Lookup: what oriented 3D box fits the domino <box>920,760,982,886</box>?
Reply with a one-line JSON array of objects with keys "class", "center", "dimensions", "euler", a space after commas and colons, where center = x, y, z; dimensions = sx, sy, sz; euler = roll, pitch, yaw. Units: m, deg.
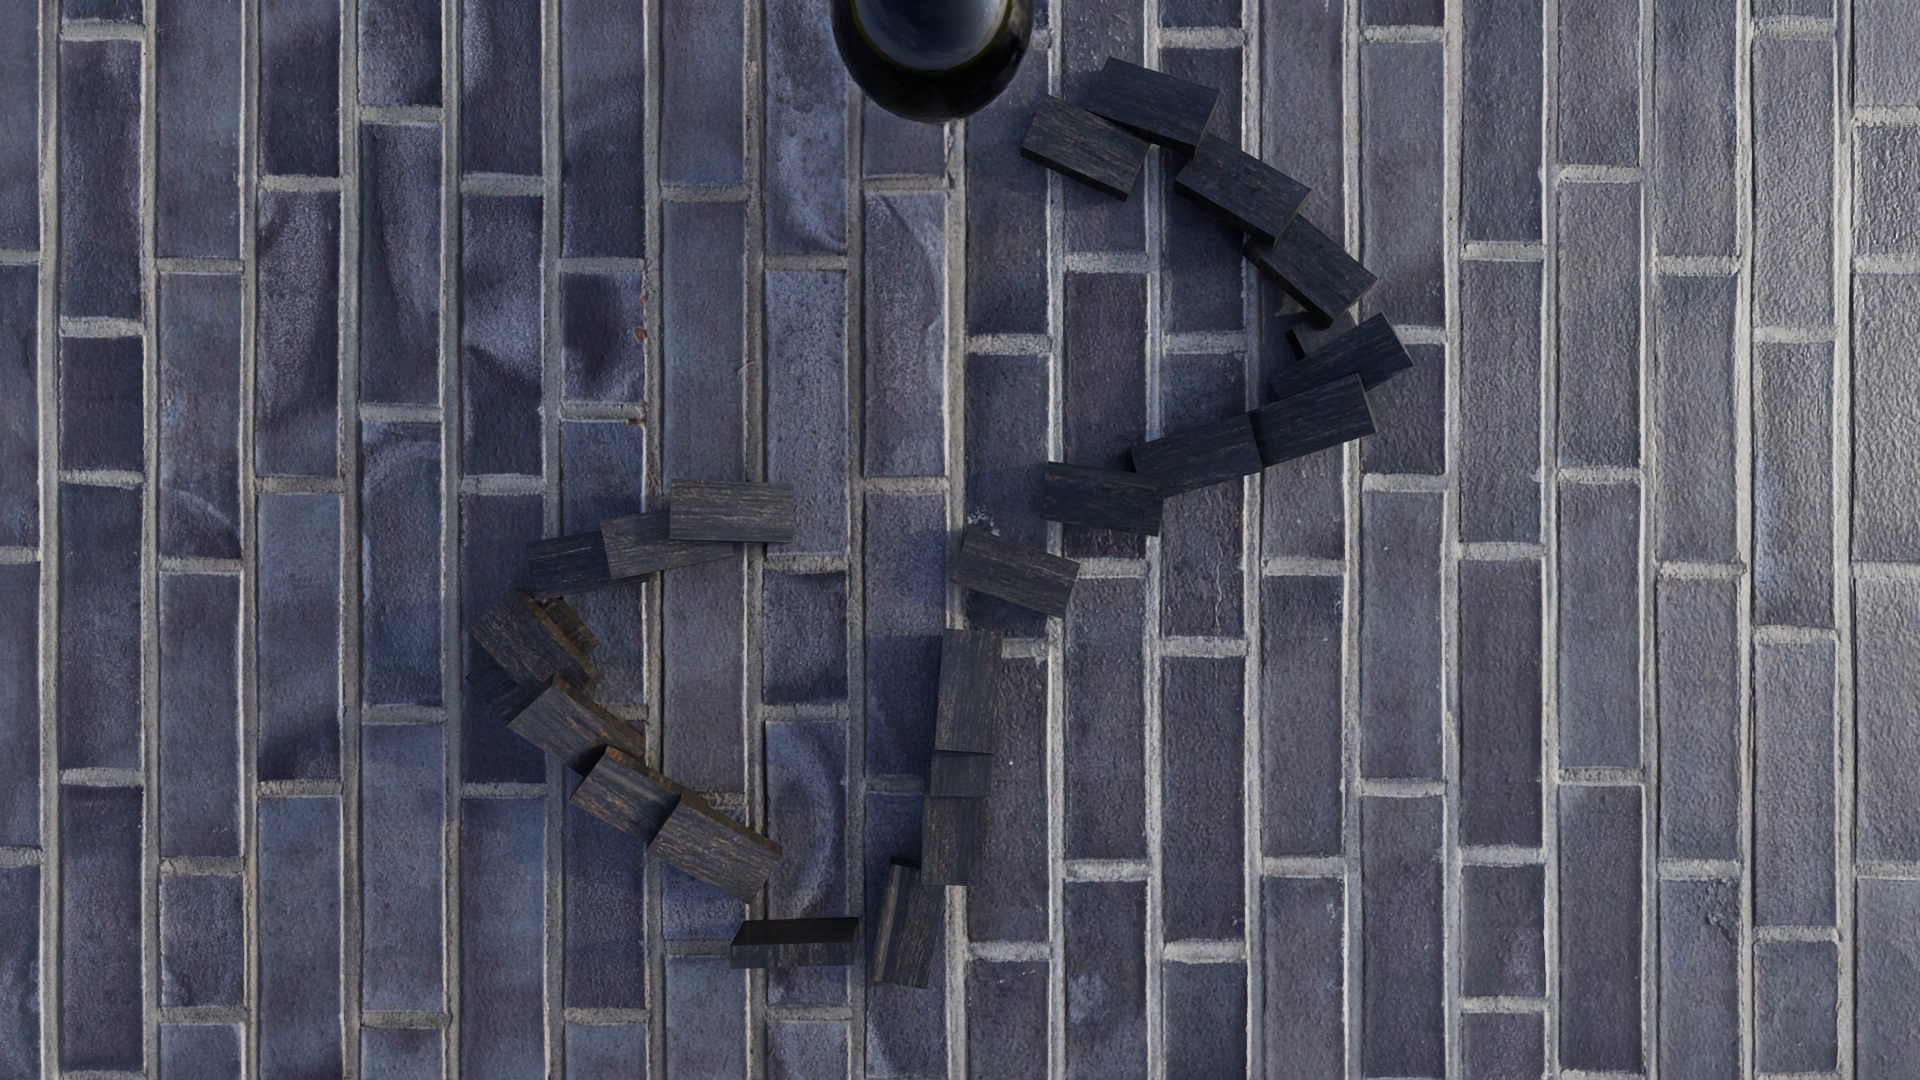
[{"class": "domino", "center": [-0.003, 0.120, 0.390], "dimensions": [0.025, 0.010, 0.050], "euler": [1, 78, 0]}]

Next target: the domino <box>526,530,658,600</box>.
[{"class": "domino", "center": [-0.159, 0.009, 0.395], "dimensions": [0.050, 0.009, 0.025], "euler": [-10, 90, 0]}]

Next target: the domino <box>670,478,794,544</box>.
[{"class": "domino", "center": [-0.096, -0.012, 0.387], "dimensions": [0.050, 0.010, 0.025], "euler": [2, 86, -18]}]

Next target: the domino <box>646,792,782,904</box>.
[{"class": "domino", "center": [-0.104, 0.131, 0.389], "dimensions": [0.050, 0.009, 0.025], "euler": [35, 90, -16]}]

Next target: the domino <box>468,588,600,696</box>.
[{"class": "domino", "center": [-0.179, 0.047, 0.386], "dimensions": [0.025, 0.009, 0.050], "euler": [-41, 90, 0]}]

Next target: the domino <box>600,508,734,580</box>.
[{"class": "domino", "center": [-0.124, 0.000, 0.389], "dimensions": [0.050, 0.010, 0.025], "euler": [-11, 90, -16]}]

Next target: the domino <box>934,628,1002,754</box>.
[{"class": "domino", "center": [0.004, 0.063, 0.384], "dimensions": [0.025, 0.010, 0.050], "euler": [4, 75, 1]}]

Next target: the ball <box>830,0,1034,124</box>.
[{"class": "ball", "center": [-0.011, -0.207, 0.360], "dimensions": [0.080, 0.080, 0.080], "euler": [0, 90, 0]}]

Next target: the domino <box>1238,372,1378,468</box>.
[{"class": "domino", "center": [0.144, -0.049, 0.383], "dimensions": [0.050, 0.010, 0.025], "euler": [-19, 90, 32]}]

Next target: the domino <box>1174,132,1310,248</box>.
[{"class": "domino", "center": [0.119, -0.149, 0.390], "dimensions": [0.050, 0.009, 0.025], "euler": [36, 90, 13]}]

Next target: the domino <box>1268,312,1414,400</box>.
[{"class": "domino", "center": [0.158, -0.070, 0.381], "dimensions": [0.050, 0.009, 0.025], "euler": [-32, 87, 32]}]

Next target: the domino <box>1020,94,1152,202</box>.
[{"class": "domino", "center": [0.054, -0.169, 0.395], "dimensions": [0.050, 0.010, 0.025], "euler": [24, 90, 0]}]

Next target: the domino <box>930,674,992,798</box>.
[{"class": "domino", "center": [0.001, 0.083, 0.389], "dimensions": [0.025, 0.009, 0.050], "euler": [2, 75, 0]}]

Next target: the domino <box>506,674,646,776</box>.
[{"class": "domino", "center": [-0.160, 0.080, 0.383], "dimensions": [0.025, 0.009, 0.050], "euler": [-42, 121, 0]}]

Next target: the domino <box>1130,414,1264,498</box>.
[{"class": "domino", "center": [0.100, -0.034, 0.390], "dimensions": [0.050, 0.010, 0.025], "euler": [-16, 90, 12]}]

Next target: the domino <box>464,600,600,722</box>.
[{"class": "domino", "center": [-0.184, 0.052, 0.395], "dimensions": [0.050, 0.010, 0.025], "euler": [-41, 90, 0]}]

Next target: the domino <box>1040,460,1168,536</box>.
[{"class": "domino", "center": [0.061, -0.018, 0.390], "dimensions": [0.050, 0.009, 0.025], "euler": [9, 95, 11]}]

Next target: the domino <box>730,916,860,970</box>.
[{"class": "domino", "center": [-0.069, 0.170, 0.388], "dimensions": [0.050, 0.025, 0.009], "euler": [-2, 90, 0]}]

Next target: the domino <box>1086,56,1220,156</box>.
[{"class": "domino", "center": [0.082, -0.185, 0.391], "dimensions": [0.050, 0.009, 0.025], "euler": [24, 90, 11]}]

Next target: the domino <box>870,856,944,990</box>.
[{"class": "domino", "center": [-0.022, 0.165, 0.395], "dimensions": [0.025, 0.009, 0.050], "euler": [10, 90, 0]}]

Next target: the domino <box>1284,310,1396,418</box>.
[{"class": "domino", "center": [0.164, -0.074, 0.395], "dimensions": [0.025, 0.010, 0.050], "euler": [-27, 90, 0]}]

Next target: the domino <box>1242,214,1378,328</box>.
[{"class": "domino", "center": [0.148, -0.117, 0.390], "dimensions": [0.025, 0.009, 0.050], "euler": [-44, 77, 0]}]

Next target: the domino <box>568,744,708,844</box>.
[{"class": "domino", "center": [-0.135, 0.111, 0.388], "dimensions": [0.050, 0.010, 0.025], "euler": [36, 90, -18]}]

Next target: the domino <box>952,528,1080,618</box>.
[{"class": "domino", "center": [0.024, 0.014, 0.395], "dimensions": [0.050, 0.009, 0.025], "euler": [18, 90, 0]}]
